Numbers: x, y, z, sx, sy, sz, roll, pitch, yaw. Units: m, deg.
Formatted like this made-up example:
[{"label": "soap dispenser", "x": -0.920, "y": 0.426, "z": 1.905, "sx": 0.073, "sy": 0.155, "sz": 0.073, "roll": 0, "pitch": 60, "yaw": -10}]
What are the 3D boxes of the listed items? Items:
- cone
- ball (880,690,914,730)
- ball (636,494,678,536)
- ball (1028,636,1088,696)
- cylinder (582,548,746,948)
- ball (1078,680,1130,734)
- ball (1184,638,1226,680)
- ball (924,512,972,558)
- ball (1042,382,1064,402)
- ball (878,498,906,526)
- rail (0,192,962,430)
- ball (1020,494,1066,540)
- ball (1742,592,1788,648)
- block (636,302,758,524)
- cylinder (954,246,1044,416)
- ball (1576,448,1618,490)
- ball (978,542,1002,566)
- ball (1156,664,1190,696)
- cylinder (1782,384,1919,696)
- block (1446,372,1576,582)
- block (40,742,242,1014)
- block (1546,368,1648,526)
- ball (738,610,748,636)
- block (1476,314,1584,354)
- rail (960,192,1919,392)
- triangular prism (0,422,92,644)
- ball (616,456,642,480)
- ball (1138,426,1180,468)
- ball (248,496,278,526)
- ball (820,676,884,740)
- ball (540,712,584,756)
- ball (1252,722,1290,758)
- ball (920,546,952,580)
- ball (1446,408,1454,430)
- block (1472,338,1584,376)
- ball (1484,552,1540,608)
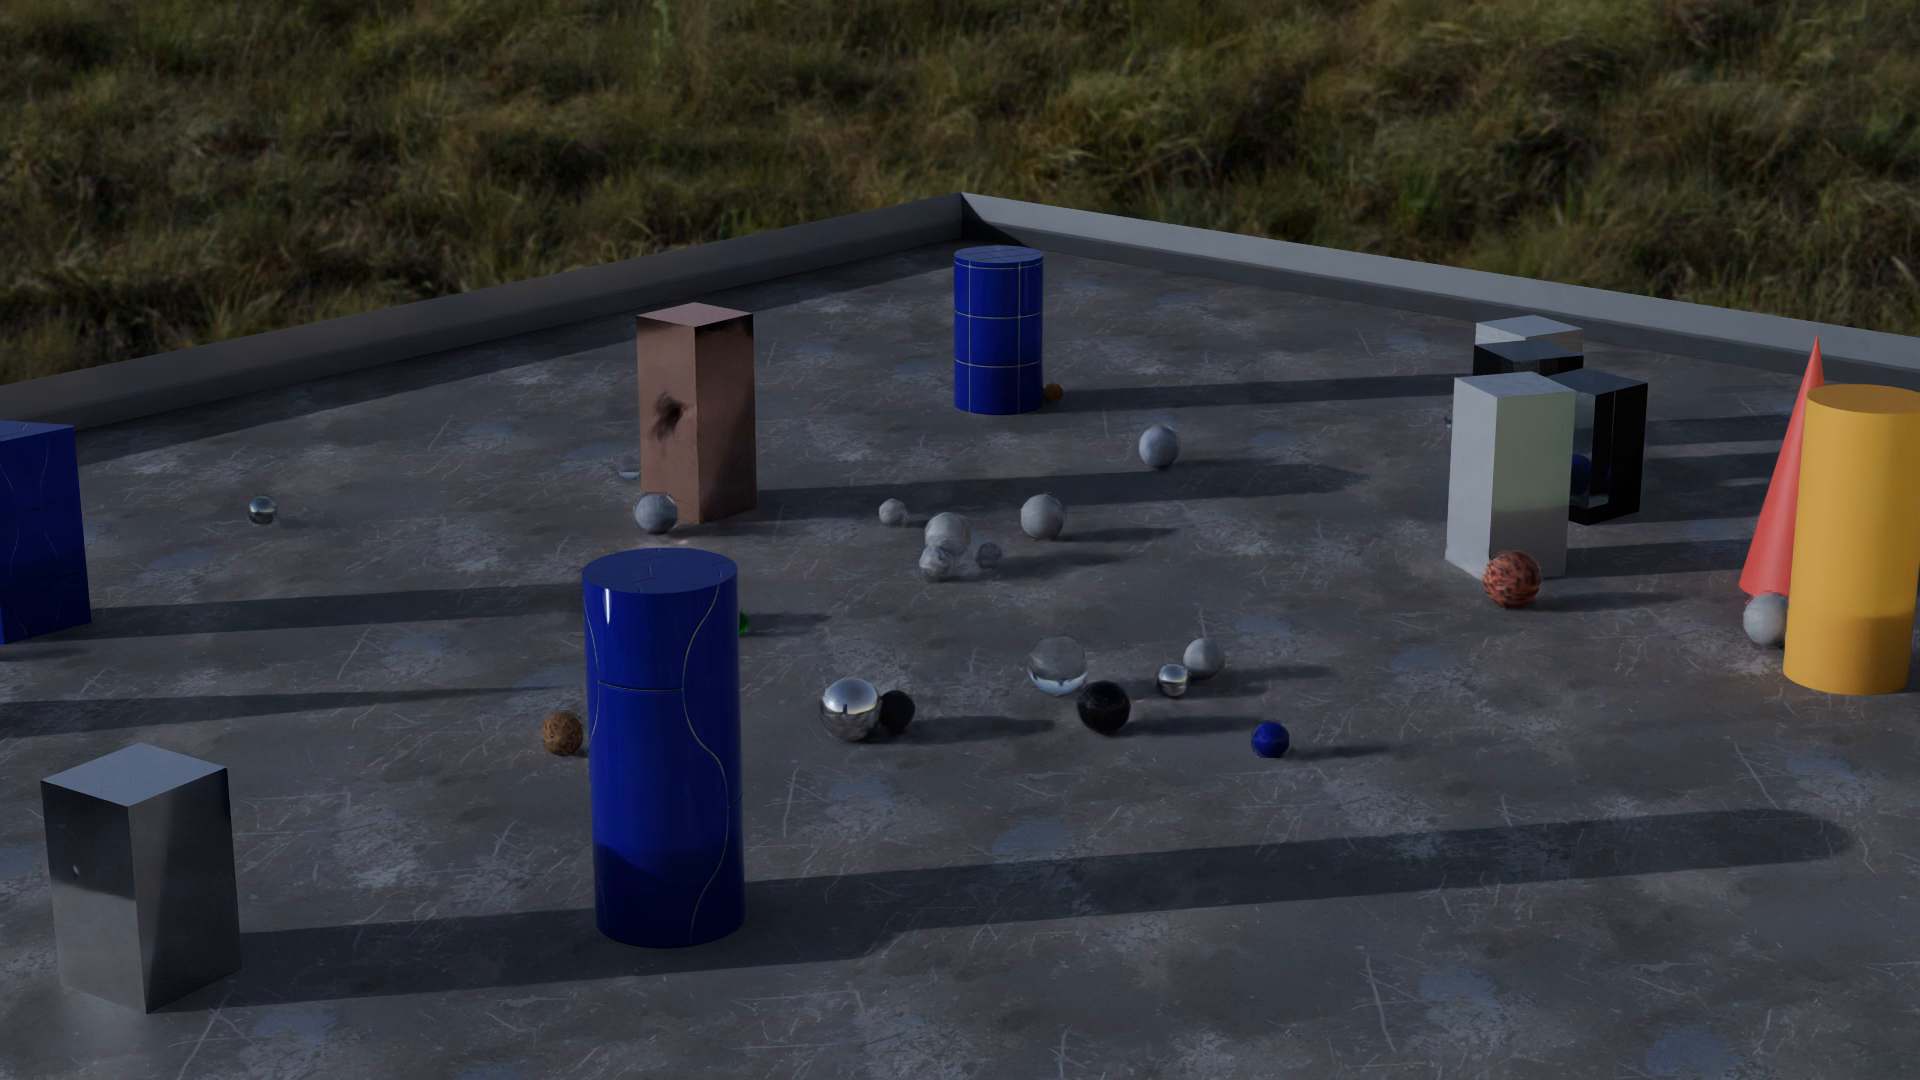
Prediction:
[{"label": "cone", "x": 1.473, "y": -0.135, "z": 5.102, "sx": 0.195, "sy": 0.459, "sz": 0.195, "roll": 0, "pitch": 17, "yaw": 0}, {"label": "ball", "x": -0.099, "y": 0.260, "z": 4.484, "sx": 0.059, "sy": 0.059, "sz": 0.059, "roll": 0, "pitch": 17, "yaw": 0}, {"label": "ball", "x": -0.567, "y": -0.048, "z": 5.472, "sx": 0.078, "sy": 0.078, "sz": 0.078, "roll": 0, "pitch": 17, "yaw": 0}, {"label": "ball", "x": 0.154, "y": 0.198, "z": 4.625, "sx": 0.096, "sy": 0.096, "sz": 0.096, "roll": 0, "pitch": 17, "yaw": 0}, {"label": "cylinder", "x": -0.377, "y": 0.264, "z": 3.751, "sx": 0.195, "sy": 0.474, "sz": 0.195, "roll": 0, "pitch": 17, "yaw": 0}, {"label": "ball", "x": 0.219, "y": 0.253, "z": 4.467, "sx": 0.081, "sy": 0.081, "sz": 0.081, "roll": 0, "pitch": 17, "yaw": 0}, {"label": "ball", "x": 0.392, "y": 0.190, "z": 4.702, "sx": 0.067, "sy": 0.067, "sz": 0.067, "roll": 0, "pitch": 17, "yaw": 0}, {"label": "ball", "x": -0.021, "y": -0.008, "z": 5.267, "sx": 0.085, "sy": 0.085, "sz": 0.085, "roll": 0, "pitch": 17, "yaw": 0}, {"label": "ball", "x": 0.204, "y": -0.323, "z": 6.443, "sx": 0.044, "sy": 0.044, "sz": 0.044, "roll": 0, "pitch": 17, "yaw": 0}, {"label": "ball", "x": -0.127, "y": -0.052, "z": 5.528, "sx": 0.053, "sy": 0.053, "sz": 0.053, "roll": 0, "pitch": 17, "yaw": 0}, {"label": "rail", "x": -1.610, "y": -0.372, "z": 6.458, "sx": 0.045, "sy": 0.126, "sz": 4.971, "roll": 14, "pitch": 22, "yaw": 39}, {"label": "ball", "x": 0.153, "y": -0.043, "z": 5.444, "sx": 0.084, "sy": 0.084, "sz": 0.084, "roll": 0, "pitch": 17, "yaw": 0}, {"label": "ball", "x": 1.341, "y": 0.133, "z": 4.848, "sx": 0.092, "sy": 0.092, "sz": 0.092, "roll": 0, "pitch": 17, "yaw": 0}, {"label": "block", "x": -0.501, "y": -0.243, "z": 5.591, "sx": 0.156, "sy": 0.382, "sz": 0.156, "roll": 14, "pitch": 22, "yaw": 38}, {"label": "cylinder", "x": 0.084, "y": -0.457, "z": 6.384, "sx": 0.195, "sy": 0.335, "sz": 0.195, "roll": 0, "pitch": 17, "yaw": 0}, {"label": "ball", "x": 1.254, "y": -0.140, "z": 5.773, "sx": 0.081, "sy": 0.081, "sz": 0.081, "roll": 0, "pitch": 17, "yaw": 0}, {"label": "ball", "x": 0.053, "y": 0.026, "z": 5.287, "sx": 0.043, "sy": 0.043, "sz": 0.043, "roll": 0, "pitch": 17, "yaw": 0}, {"label": "ball", "x": 0.336, "y": 0.221, "z": 4.623, "sx": 0.052, "sy": 0.052, "sz": 0.052, "roll": 0, "pitch": 17, "yaw": 0}, {"label": "cylinder", "x": 1.427, "y": -0.002, "z": 4.660, "sx": 0.195, "sy": 0.458, "sz": 0.195, "roll": 0, "pitch": 17, "yaw": 0}, {"label": "block", "x": 0.982, "y": -0.113, "z": 5.236, "sx": 0.156, "sy": 0.339, "sz": 0.156, "roll": -6, "pitch": 18, "yaw": -18}, {"label": "block", "x": -1.006, "y": 0.413, "z": 3.610, "sx": 0.156, "sy": 0.269, "sz": 0.156, "roll": 11, "pitch": 20, "yaw": 32}, {"label": "block", "x": 1.195, "y": -0.180, "z": 5.604, "sx": 0.156, "sy": 0.254, "sz": 0.156, "roll": -13, "pitch": 21, "yaw": -37}, {"label": "ball", "x": -0.377, "y": 0.139, "z": 4.909, "sx": 0.044, "sy": 0.044, "sz": 0.044, "roll": 0, "pitch": 17, "yaw": 0}, {"label": "block", "x": 1.181, "y": -0.327, "z": 6.111, "sx": 0.156, "sy": 0.243, "sz": 0.156, "roll": -9, "pitch": 19, "yaw": -28}, {"label": "rail", "x": 1.614, "y": -0.505, "z": 6.900, "sx": 4.311, "sy": 0.126, "sz": 0.045, "roll": 14, "pitch": 22, "yaw": 39}, {"label": "triangular prism", "x": -1.587, "y": -0.023, "z": 4.929, "sx": 0.146, "sy": 0.343, "sz": 0.168, "roll": 16, "pitch": 23, "yaw": 42}, {"label": "ball", "x": -0.658, "y": -0.144, "z": 5.840, "sx": 0.050, "sy": 0.050, "sz": 0.050, "roll": 0, "pitch": 17, "yaw": 0}, {"label": "ball", "x": 0.402, "y": -0.188, "z": 5.928, "sx": 0.083, "sy": 0.083, "sz": 0.083, "roll": 0, "pitch": 17, "yaw": 0}, {"label": "ball", "x": -1.316, "y": -0.054, "z": 5.532, "sx": 0.056, "sy": 0.056, "sz": 0.056, "roll": 0, "pitch": 17, "yaw": 0}, {"label": "ball", "x": -0.165, "y": 0.255, "z": 4.435, "sx": 0.097, "sy": 0.097, "sz": 0.097, "roll": 0, "pitch": 17, "yaw": 0}, {"label": "ball", "x": -0.594, "y": 0.290, "z": 4.375, "sx": 0.065, "sy": 0.065, "sz": 0.065, "roll": 0, "pitch": 17, "yaw": 0}, {"label": "ball", "x": 0.464, "y": 0.297, "z": 4.367, "sx": 0.055, "sy": 0.055, "sz": 0.055, "roll": 0, "pitch": 17, "yaw": 0}, {"label": "ball", "x": -0.043, "y": 0.040, "z": 5.202, "sx": 0.060, "sy": 0.060, "sz": 0.060, "roll": 0, "pitch": 17, "yaw": 0}, {"label": "ball", "x": 1.054, "y": -0.254, "z": 6.187, "sx": 0.059, "sy": 0.059, "sz": 0.059, "roll": 0, "pitch": 17, "yaw": 0}, {"label": "block", "x": 1.122, "y": -0.250, "z": 5.824, "sx": 0.156, "sy": 0.261, "sz": 0.156, "roll": -6, "pitch": 18, "yaw": -19}, {"label": "ball", "x": 0.951, "y": 0.069, "z": 5.051, "sx": 0.097, "sy": 0.097, "sz": 0.097, "roll": 0, "pitch": 17, "yaw": 0}]
